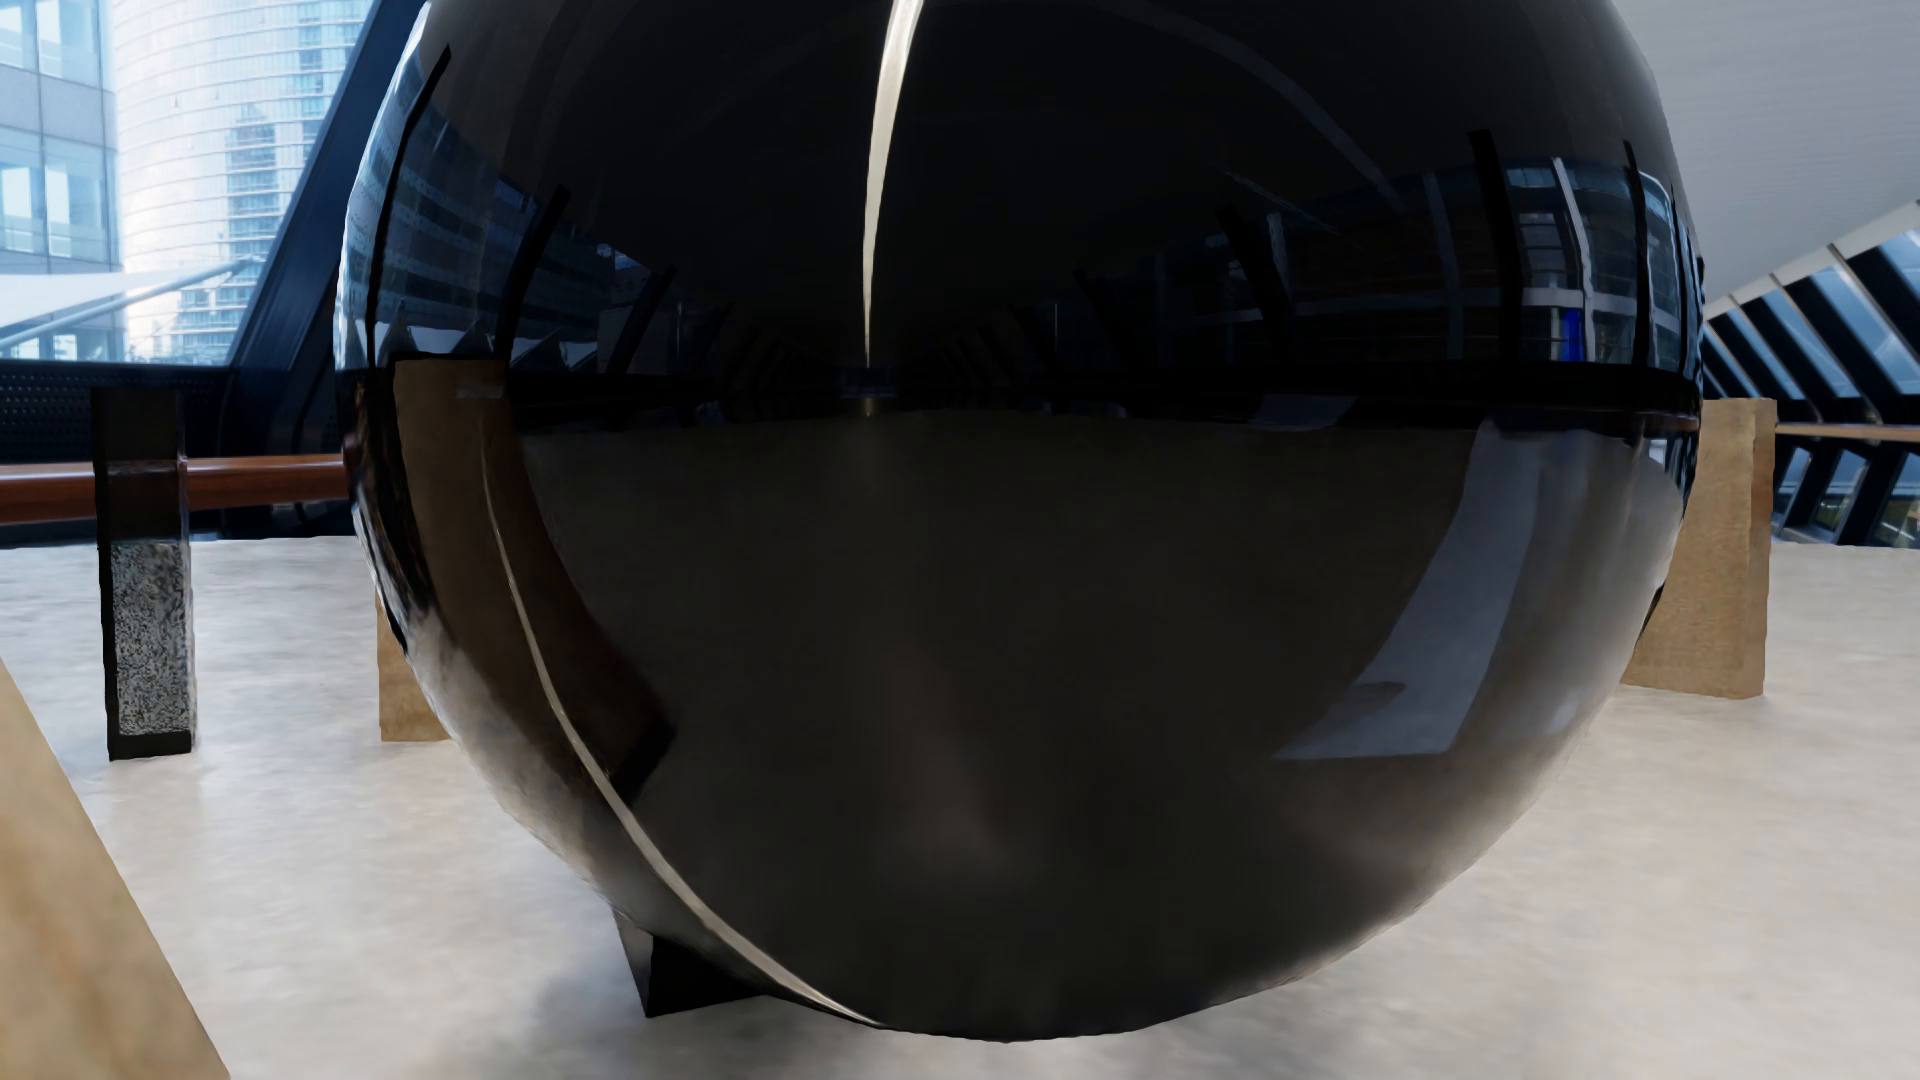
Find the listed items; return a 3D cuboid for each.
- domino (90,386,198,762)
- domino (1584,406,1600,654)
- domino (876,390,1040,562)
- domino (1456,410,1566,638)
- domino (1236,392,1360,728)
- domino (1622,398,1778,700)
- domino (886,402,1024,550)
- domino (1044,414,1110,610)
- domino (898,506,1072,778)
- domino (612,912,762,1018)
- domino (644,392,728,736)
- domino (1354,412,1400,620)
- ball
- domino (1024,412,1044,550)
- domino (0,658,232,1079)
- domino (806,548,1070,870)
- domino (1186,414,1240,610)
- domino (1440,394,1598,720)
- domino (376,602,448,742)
[{"bbox_3d":[-0.116,0.004,0.184,0.009,0.050,0.025,-2,5,-29],"label":"domino"},{"bbox_3d":[0.140,-0.002,0.257,0.025,0.050,0.009,0,4,-5],"label":"domino"},{"bbox_3d":[0.000,0.002,0.206,0.025,0.050,0.010,0,-3,6],"label":"domino"},{"bbox_3d":[0.125,-0.004,0.291,0.025,0.050,0.010,-3,5,-34],"label":"domino"},{"bbox_3d":[0.053,0.002,0.204,0.010,0.050,0.025,-1,4,-7],"label":"domino"},{"bbox_3d":[0.126,0.001,0.224,0.009,0.050,0.025,-4,6,-39],"label":"domino"},{"bbox_3d":[-0.001,0.000,0.239,0.025,0.050,0.009,0,4,-1],"label":"domino"},{"bbox_3d":[0.030,-0.008,0.342,0.010,0.050,0.025,-1,5,-19],"label":"domino"},{"bbox_3d":[0.002,0.013,0.178,0.025,0.010,0.050,0,34,6],"label":"domino"},{"bbox_3d":[-0.022,0.020,0.119,0.025,0.010,0.050,-2,25,-27],"label":"domino"},{"bbox_3d":[-0.042,0.003,0.199,0.009,0.050,0.025,0,4,-6],"label":"domino"},{"bbox_3d":[0.100,-0.006,0.319,0.010,0.050,0.025,4,6,39],"label":"domino"},{"bbox_3d":[0.003,-0.010,0.085,0.080,0.080,0.080,0,4,0],"label":"ball"},{"bbox_3d":[0.007,-0.006,0.314,0.025,0.050,0.010,1,5,19],"label":"domino"},{"bbox_3d":[-0.056,0.014,0.059,0.010,0.050,0.025,-28,1,8],"label":"domino"},{"bbox_3d":[0.000,0.017,0.150,0.025,0.009,0.050,0,28,6],"label":"domino"},{"bbox_3d":[0.068,-0.008,0.339,0.010,0.050,0.025,2,5,21],"label":"domino"},{"bbox_3d":[0.091,0.002,0.210,0.010,0.050,0.025,-1,4,-12],"label":"domino"},{"bbox_3d":[-0.080,0.003,0.194,0.009,0.050,0.025,-1,4,-9],"label":"domino"}]
